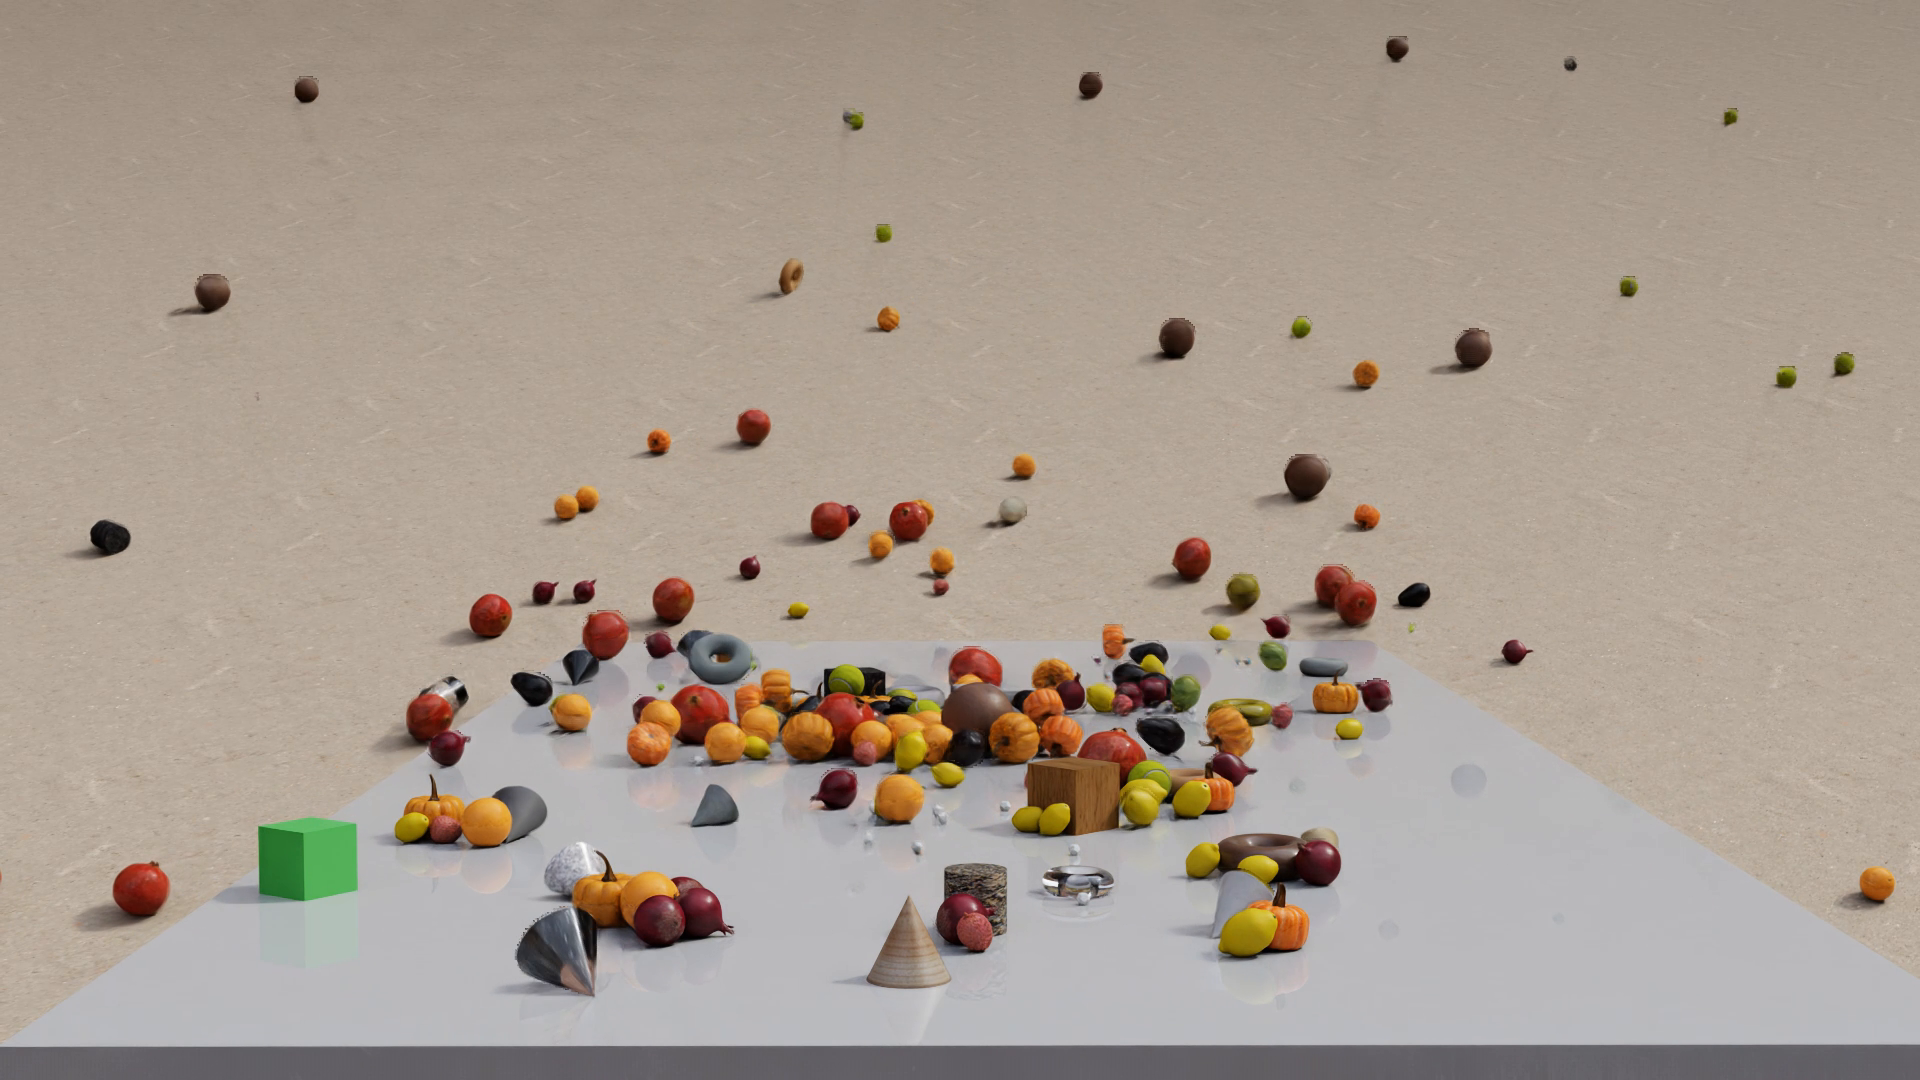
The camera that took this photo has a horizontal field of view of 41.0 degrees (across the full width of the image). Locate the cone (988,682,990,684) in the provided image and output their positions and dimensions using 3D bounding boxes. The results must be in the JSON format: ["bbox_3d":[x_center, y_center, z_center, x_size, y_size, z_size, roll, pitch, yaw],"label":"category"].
[{"bbox_3d":[0.055,0.312,4.985,0.076,0.076,0.076,0,3,0],"label":"cone"}]

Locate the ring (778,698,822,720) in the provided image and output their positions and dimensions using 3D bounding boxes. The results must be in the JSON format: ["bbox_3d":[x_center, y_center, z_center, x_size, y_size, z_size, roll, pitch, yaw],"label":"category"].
[{"bbox_3d":[-0.311,0.332,5.035,0.097,0.032,0.097,-4,3,0],"label":"ring"}]

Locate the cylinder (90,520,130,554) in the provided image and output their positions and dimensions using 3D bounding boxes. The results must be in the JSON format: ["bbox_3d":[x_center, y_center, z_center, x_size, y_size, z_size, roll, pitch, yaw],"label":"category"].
[{"bbox_3d":[-2.452,-0.009,7.410,0.080,0.080,0.080,17,26,39],"label":"cylinder"}]

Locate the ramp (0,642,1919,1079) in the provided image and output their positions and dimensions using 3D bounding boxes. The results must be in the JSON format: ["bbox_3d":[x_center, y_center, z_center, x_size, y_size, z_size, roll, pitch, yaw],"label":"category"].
[{"bbox_3d":[0.047,0.428,4.533,2.000,0.100,4.000,0,3,0],"label":"ramp"}]

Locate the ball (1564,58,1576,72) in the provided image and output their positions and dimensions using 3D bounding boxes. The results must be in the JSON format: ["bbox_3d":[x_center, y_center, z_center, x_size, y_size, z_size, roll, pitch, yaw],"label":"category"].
[{"bbox_3d":[3.523,-2.742,14.823,0.070,0.070,0.070,0,20,0],"label":"ball"}]

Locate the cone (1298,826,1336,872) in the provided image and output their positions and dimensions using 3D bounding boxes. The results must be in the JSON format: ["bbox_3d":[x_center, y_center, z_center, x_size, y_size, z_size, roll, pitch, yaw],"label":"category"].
[{"bbox_3d":[0.490,0.429,3.461,0.060,0.060,0.060,-5,38,-14],"label":"cone"}]

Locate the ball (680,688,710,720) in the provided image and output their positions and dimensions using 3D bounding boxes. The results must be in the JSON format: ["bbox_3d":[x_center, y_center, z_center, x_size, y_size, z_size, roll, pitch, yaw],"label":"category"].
[{"bbox_3d":[-0.517,0.320,5.004,0.060,0.060,0.060,0,20,0],"label":"ball"}]

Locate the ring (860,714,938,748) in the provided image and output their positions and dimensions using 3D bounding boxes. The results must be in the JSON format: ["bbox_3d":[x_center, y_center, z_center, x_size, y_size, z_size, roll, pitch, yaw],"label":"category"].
[{"bbox_3d":[-0.111,0.347,4.666,0.141,0.047,0.141,-1,4,0],"label":"ring"}]

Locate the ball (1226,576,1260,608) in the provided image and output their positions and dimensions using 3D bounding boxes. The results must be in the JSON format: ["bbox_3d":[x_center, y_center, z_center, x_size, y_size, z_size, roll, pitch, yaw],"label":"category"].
[{"bbox_3d":[0.771,0.141,6.986,0.091,0.091,0.091,0,20,0],"label":"ball"}]

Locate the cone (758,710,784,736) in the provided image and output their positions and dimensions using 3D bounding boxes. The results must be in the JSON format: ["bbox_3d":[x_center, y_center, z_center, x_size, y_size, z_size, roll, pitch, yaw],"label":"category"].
[{"bbox_3d":[-0.346,0.352,4.773,0.053,0.053,0.053,-5,44,-14],"label":"cone"}]

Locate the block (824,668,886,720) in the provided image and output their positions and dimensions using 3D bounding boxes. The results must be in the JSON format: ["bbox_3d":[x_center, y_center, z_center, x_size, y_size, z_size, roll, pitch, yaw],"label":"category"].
[{"bbox_3d":[-0.205,0.302,4.994,0.097,0.097,0.097,-1,4,-18],"label":"block"}]

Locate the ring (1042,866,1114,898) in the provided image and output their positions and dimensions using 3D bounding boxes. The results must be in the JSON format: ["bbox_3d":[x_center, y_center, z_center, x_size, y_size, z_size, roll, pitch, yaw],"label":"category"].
[{"bbox_3d":[0.151,0.438,3.288,0.093,0.031,0.093,1,3,0],"label":"ring"}]

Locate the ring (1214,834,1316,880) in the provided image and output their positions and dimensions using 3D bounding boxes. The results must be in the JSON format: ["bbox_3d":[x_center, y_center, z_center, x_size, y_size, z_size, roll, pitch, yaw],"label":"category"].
[{"bbox_3d":[0.405,0.423,3.421,0.137,0.046,0.137,0,5,0],"label":"ring"}]

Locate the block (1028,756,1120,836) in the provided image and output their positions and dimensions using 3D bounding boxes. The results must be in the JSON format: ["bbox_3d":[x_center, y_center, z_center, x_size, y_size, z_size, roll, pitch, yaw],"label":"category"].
[{"bbox_3d":[0.167,0.376,3.775,0.096,0.096,0.096,3,5,45],"label":"block"}]

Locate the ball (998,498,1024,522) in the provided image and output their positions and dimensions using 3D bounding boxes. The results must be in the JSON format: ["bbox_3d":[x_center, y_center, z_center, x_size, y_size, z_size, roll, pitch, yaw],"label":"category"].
[{"bbox_3d":[0.154,-0.089,7.631,0.076,0.076,0.076,0,20,0],"label":"ball"}]

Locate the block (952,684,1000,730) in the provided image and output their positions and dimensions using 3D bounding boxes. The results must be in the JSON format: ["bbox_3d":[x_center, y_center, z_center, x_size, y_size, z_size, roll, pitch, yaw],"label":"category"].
[{"bbox_3d":[0.029,0.317,4.902,0.077,0.077,0.077,-1,4,-12],"label":"block"}]

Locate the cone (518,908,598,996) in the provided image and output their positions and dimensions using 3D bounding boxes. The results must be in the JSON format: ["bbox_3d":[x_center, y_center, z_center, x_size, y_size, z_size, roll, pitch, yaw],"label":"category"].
[{"bbox_3d":[-0.413,0.464,2.766,0.095,0.095,0.095,-13,36,-30],"label":"cone"}]

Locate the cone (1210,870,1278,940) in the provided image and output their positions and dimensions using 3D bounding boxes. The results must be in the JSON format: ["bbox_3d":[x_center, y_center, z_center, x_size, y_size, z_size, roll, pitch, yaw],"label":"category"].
[{"bbox_3d":[0.320,0.449,3.043,0.082,0.082,0.082,16,39,36],"label":"cone"}]

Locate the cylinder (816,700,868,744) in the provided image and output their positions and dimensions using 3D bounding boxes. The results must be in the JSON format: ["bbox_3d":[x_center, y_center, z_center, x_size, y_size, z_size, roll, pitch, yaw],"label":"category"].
[{"bbox_3d":[-0.216,0.332,4.686,0.074,0.074,0.074,2,20,17],"label":"cylinder"}]

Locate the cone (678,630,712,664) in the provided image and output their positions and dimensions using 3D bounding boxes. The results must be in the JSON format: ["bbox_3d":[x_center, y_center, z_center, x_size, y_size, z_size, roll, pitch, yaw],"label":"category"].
[{"bbox_3d":[-0.597,0.273,5.910,0.097,0.097,0.097,-4,31,-11],"label":"cone"}]

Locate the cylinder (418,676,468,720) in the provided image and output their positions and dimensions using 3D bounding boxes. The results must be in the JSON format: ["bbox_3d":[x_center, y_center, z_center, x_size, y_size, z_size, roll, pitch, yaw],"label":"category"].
[{"bbox_3d":[-1.270,0.390,6.313,0.085,0.085,0.085,12,25,29],"label":"cylinder"}]

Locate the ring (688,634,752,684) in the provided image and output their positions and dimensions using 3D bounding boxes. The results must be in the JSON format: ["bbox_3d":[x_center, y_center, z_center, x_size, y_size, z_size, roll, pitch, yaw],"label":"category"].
[{"bbox_3d":[-0.528,0.261,5.648,0.139,0.046,0.139,3,43,-3],"label":"ring"}]

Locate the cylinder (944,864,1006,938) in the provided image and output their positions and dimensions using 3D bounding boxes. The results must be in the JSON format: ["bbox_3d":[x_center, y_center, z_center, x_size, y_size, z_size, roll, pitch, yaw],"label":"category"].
[{"bbox_3d":[0.019,0.429,3.061,0.075,0.075,0.075,0,3,0],"label":"cylinder"}]

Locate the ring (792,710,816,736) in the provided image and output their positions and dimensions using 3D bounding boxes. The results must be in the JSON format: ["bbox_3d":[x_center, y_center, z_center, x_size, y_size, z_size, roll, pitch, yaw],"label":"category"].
[{"bbox_3d":[-0.248,0.341,4.793,0.131,0.044,0.131,-1,2,0],"label":"ring"}]

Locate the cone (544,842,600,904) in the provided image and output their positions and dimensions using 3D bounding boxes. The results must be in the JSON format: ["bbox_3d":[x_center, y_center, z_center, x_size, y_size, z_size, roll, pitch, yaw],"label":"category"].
[{"bbox_3d":[-0.474,0.438,3.253,0.078,0.078,0.078,-13,37,-31],"label":"cone"}]

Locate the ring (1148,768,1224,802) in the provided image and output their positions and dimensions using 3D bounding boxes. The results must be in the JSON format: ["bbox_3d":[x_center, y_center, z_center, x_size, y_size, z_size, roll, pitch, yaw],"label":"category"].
[{"bbox_3d":[0.356,0.387,4.053,0.121,0.040,0.121,-1,4,0],"label":"ring"}]

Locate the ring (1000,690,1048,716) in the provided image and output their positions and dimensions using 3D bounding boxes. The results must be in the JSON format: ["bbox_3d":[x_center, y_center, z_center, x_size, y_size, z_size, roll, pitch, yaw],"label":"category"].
[{"bbox_3d":[0.116,0.324,5.100,0.122,0.041,0.122,0,2,0],"label":"ring"}]

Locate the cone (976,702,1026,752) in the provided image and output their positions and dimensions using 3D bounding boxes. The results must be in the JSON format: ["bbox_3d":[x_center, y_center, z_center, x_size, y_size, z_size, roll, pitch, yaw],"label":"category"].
[{"bbox_3d":[0.065,0.354,4.592,0.092,0.092,0.092,4,33,11],"label":"cone"}]

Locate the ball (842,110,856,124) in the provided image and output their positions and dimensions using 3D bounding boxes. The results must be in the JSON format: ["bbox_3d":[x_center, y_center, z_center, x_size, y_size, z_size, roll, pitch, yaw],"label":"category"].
[{"bbox_3d":[-0.578,-2.203,13.370,0.067,0.067,0.067,0,20,0],"label":"ball"}]

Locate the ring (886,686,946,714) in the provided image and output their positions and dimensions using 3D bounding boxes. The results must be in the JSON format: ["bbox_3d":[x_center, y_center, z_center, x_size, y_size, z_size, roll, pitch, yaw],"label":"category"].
[{"bbox_3d":[-0.099,0.320,5.122,0.141,0.047,0.141,-1,5,0],"label":"ring"}]

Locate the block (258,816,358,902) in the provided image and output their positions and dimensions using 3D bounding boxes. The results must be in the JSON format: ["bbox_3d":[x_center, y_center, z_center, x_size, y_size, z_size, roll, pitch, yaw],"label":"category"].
[{"bbox_3d":[-0.838,0.409,3.301,0.087,0.087,0.087,2,4,35],"label":"block"}]

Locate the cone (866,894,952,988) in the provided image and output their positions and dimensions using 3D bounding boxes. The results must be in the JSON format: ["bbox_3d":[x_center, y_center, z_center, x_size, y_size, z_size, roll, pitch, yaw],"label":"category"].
[{"bbox_3d":[-0.056,0.435,2.815,0.094,0.094,0.094,0,3,0],"label":"cone"}]

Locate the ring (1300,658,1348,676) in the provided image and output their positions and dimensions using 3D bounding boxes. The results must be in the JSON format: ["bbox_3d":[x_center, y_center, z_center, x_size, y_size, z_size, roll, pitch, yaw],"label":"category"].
[{"bbox_3d":[0.817,0.285,5.771,0.109,0.036,0.109,1,2,0],"label":"ring"}]

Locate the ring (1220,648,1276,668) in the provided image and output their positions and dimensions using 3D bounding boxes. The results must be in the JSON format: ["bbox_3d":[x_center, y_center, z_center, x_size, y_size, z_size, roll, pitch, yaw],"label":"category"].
[{"bbox_3d":[0.670,0.285,5.973,0.128,0.043,0.128,2,13,0],"label":"ring"}]

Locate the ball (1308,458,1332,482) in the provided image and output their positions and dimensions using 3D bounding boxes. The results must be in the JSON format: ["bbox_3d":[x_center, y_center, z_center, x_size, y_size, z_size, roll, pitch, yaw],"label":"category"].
[{"bbox_3d":[1.118,-0.217,7.975,0.078,0.078,0.078,0,20,0],"label":"ball"}]
